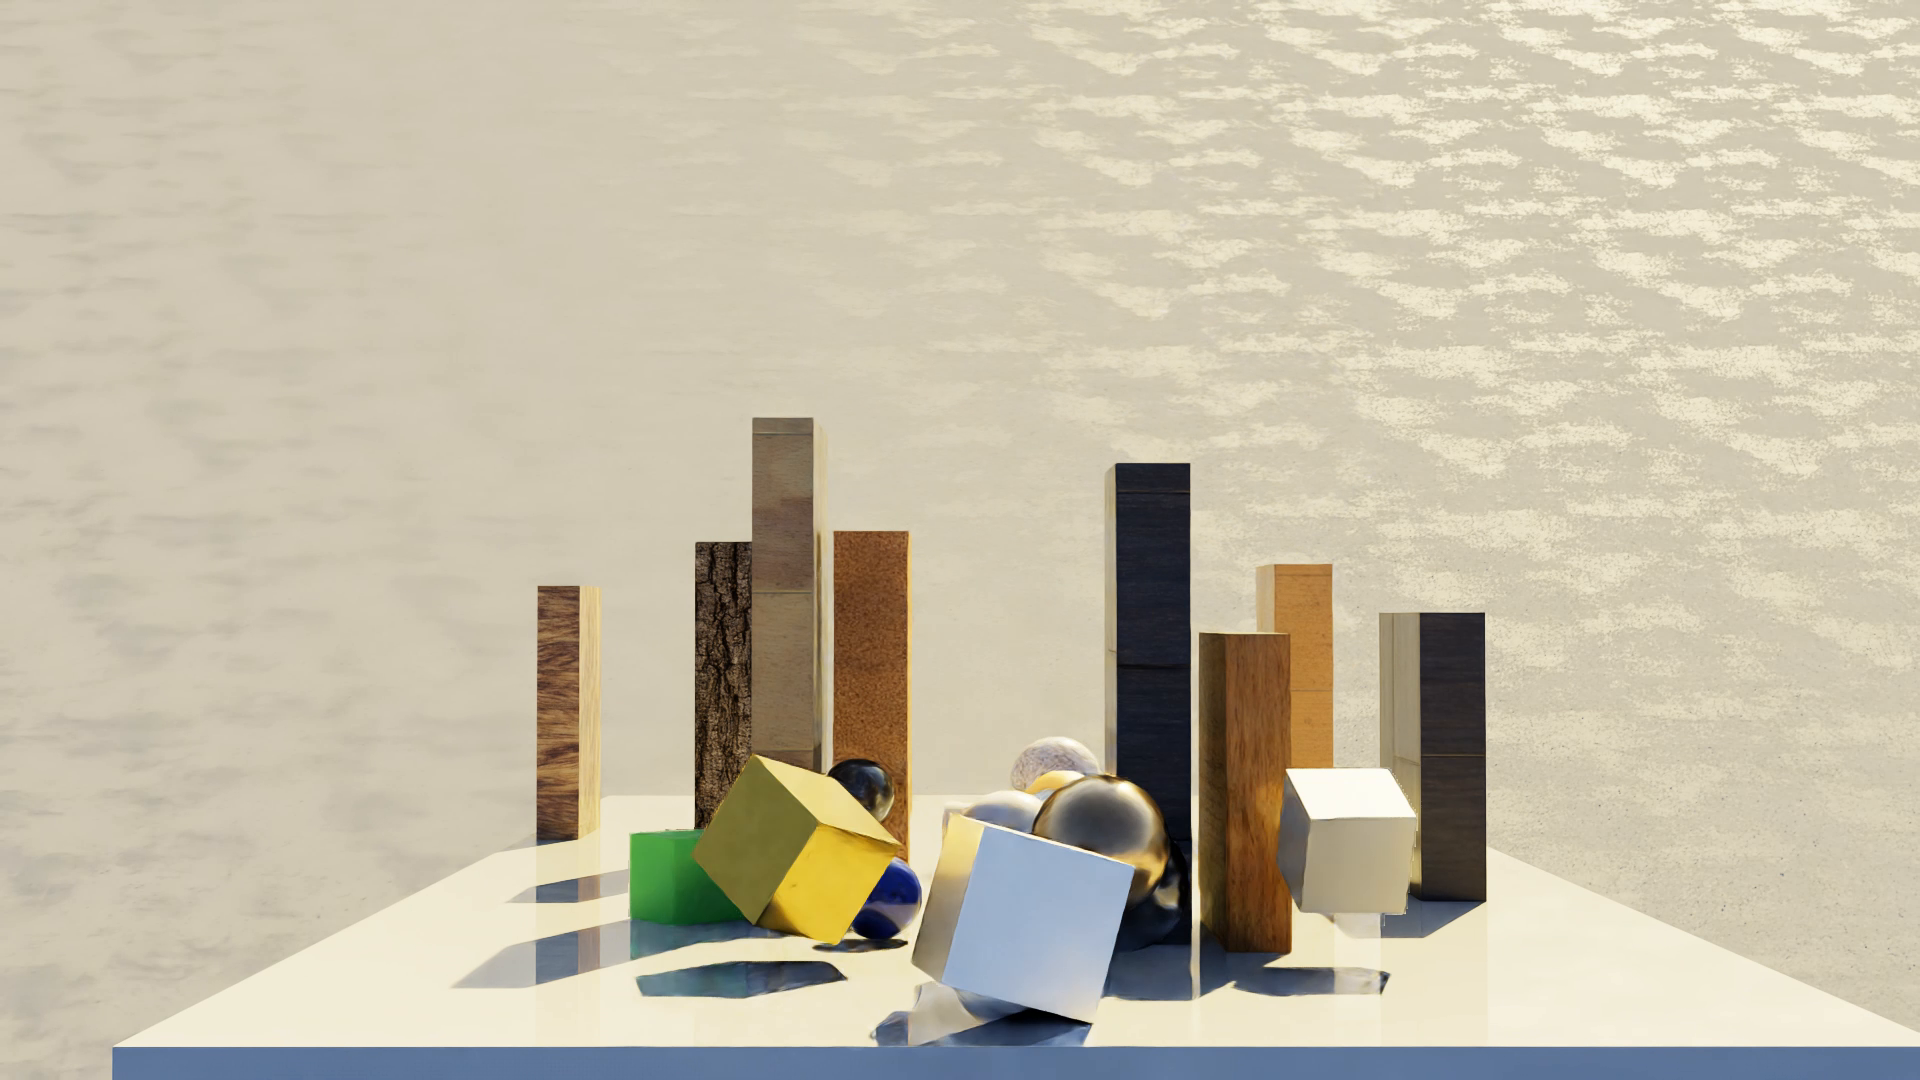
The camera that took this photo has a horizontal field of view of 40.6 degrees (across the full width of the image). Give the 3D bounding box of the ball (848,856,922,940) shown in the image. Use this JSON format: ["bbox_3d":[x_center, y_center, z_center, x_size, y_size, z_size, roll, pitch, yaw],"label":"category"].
[{"bbox_3d":[-0.117,0.517,3.766,0.124,0.124,0.124,0,35,0],"label":"ball"}]

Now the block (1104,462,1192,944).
[{"bbox_3d":[0.278,0.238,3.876,0.107,0.689,0.301,0,-2,0],"label":"block"}]

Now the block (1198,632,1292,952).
[{"bbox_3d":[0.417,0.359,3.837,0.091,0.444,0.418,0,-2,0],"label":"block"}]

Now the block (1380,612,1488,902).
[{"bbox_3d":[0.813,0.363,4.489,0.108,0.475,0.417,0,-2,0],"label":"block"}]

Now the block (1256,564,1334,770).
[{"bbox_3d":[0.745,0.349,5.796,0.127,0.584,0.345,0,-2,0],"label":"block"}]

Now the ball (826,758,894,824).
[{"bbox_3d":[-0.169,0.423,4.309,0.122,0.122,0.122,0,35,0],"label":"ball"}]

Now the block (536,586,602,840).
[{"bbox_3d":[-0.848,0.369,5.642,0.089,0.535,0.331,0,-2,0],"label":"block"}]

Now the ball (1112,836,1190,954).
[{"bbox_3d":[0.223,0.478,3.621,0.194,0.194,0.194,0,35,0],"label":"ball"}]

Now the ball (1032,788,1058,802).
[{"bbox_3d":[0.176,0.538,4.844,0.149,0.149,0.149,0,35,0],"label":"ball"}]

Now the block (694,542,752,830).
[{"bbox_3d":[-0.440,0.312,5.024,0.121,0.611,0.257,0,-2,0],"label":"block"}]

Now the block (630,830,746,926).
[{"bbox_3d":[-0.421,0.522,4.031,0.131,0.131,0.131,1,-2,-37],"label":"block"}]

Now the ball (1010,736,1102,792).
[{"bbox_3d":[0.202,0.508,5.435,0.195,0.195,0.195,0,35,0],"label":"ball"}]

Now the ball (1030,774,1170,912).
[{"bbox_3d":[0.186,0.405,3.448,0.187,0.187,0.187,0,35,0],"label":"ball"}]

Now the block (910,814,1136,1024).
[{"bbox_3d":[0.071,0.443,3.064,0.186,0.186,0.186,17,-5,-11],"label":"block"}]

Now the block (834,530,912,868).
[{"bbox_3d":[-0.151,0.295,4.515,0.126,0.614,0.282,0,-2,0],"label":"block"}]

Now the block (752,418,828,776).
[{"bbox_3d":[-0.280,0.204,4.309,0.097,0.784,0.425,0,-2,0],"label":"block"}]

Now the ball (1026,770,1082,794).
[{"bbox_3d":[0.201,0.535,5.073,0.170,0.170,0.170,0,35,0],"label":"ball"}]

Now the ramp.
[{"bbox_3d":[0.077,0.662,4.825,2.000,0.100,4.000,0,-2,0],"label":"ramp"}]

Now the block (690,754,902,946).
[{"bbox_3d":[-0.223,0.421,3.525,0.167,0.167,0.167,23,13,-47],"label":"block"}]

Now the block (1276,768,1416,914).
[{"bbox_3d":[0.521,0.406,3.517,0.143,0.143,0.143,0,22,-7],"label":"block"}]

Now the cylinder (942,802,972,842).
[{"bbox_3d":[0.034,0.546,4.798,0.122,0.122,0.122,2,35,7],"label":"cylinder"}]

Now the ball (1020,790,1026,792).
[{"bbox_3d":[0.129,0.563,5.202,0.120,0.120,0.120,0,35,0],"label":"ball"}]

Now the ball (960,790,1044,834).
[{"bbox_3d":[0.078,0.497,4.163,0.190,0.190,0.190,0,35,0],"label":"ball"}]
